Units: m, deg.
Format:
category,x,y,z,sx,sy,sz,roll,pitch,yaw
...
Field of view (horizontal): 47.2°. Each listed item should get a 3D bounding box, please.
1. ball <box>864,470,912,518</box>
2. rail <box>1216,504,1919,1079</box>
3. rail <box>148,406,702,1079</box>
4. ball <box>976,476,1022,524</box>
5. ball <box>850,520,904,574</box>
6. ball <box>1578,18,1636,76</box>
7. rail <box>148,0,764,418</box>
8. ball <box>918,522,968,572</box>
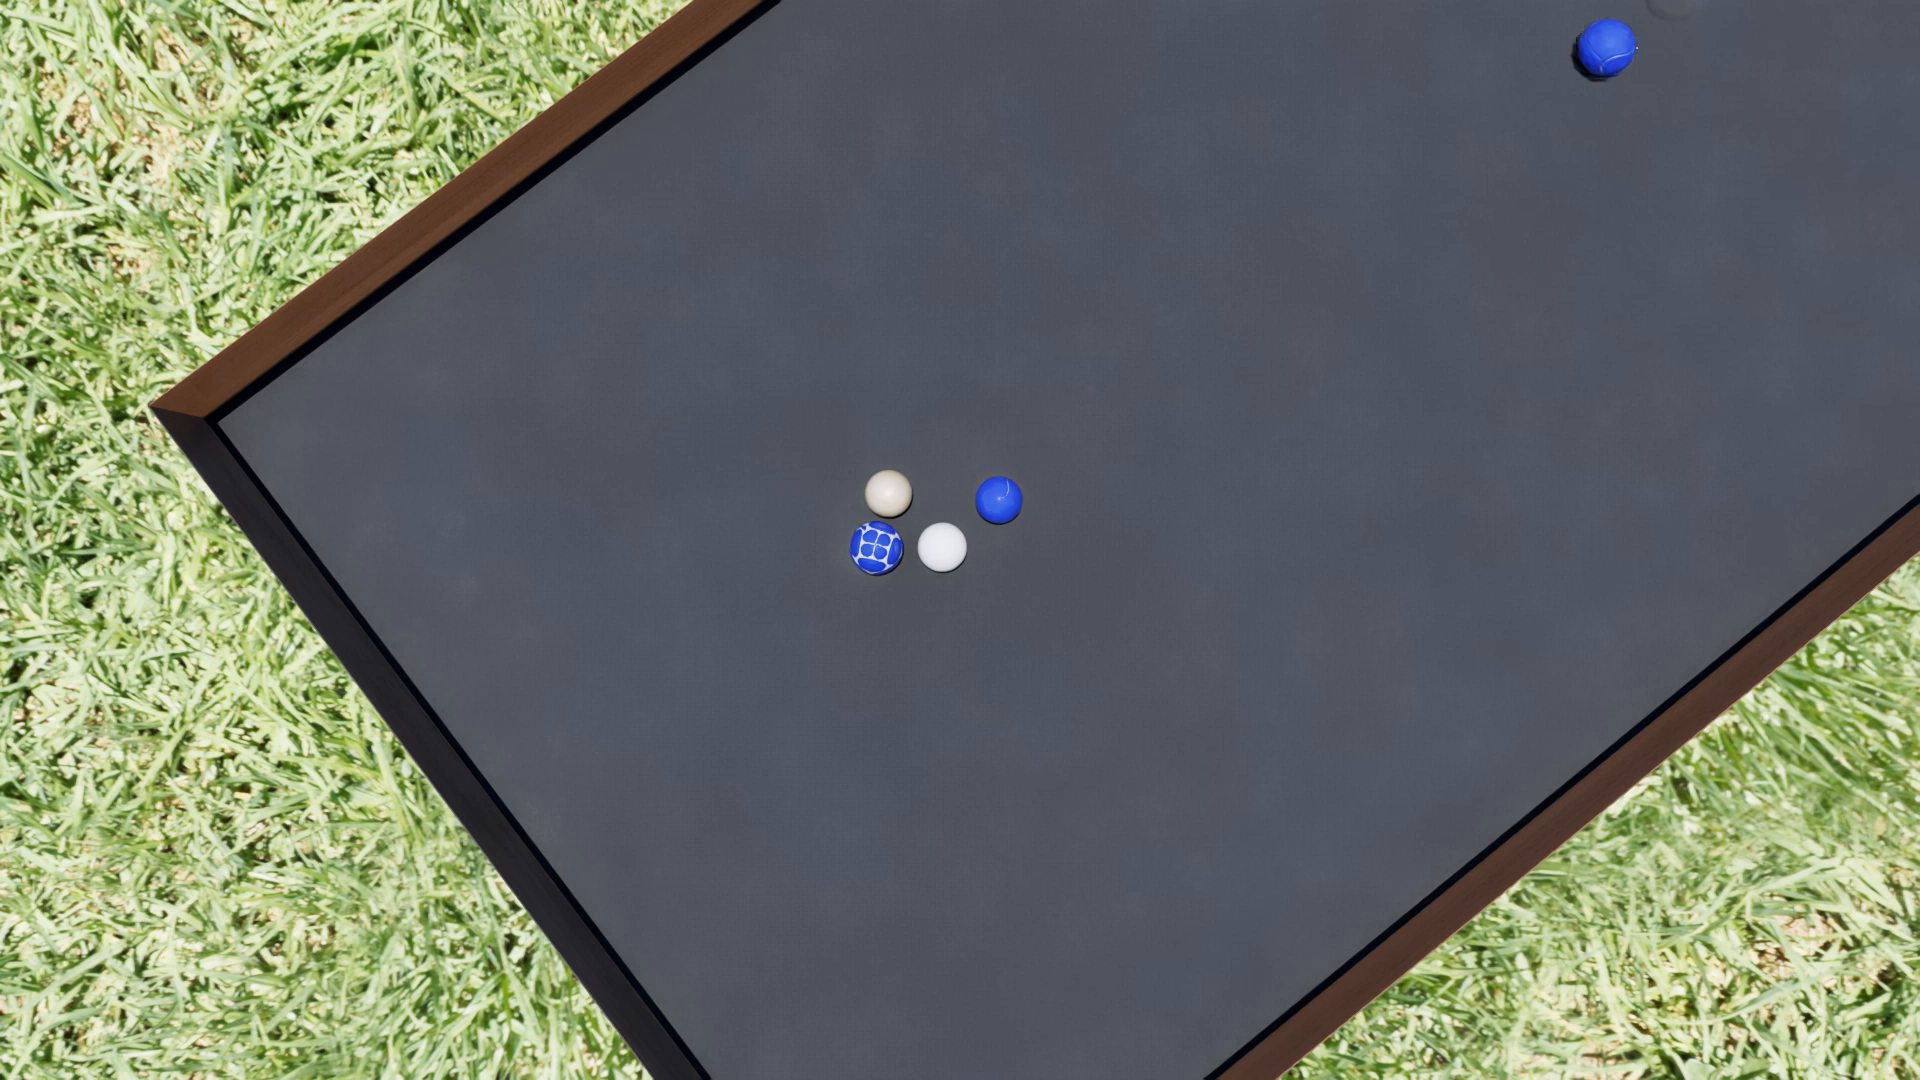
category,x,y,z,sx,sy,sz,roll,pitch,yaw
ball,-0.106,-0.069,3.276,0.072,0.072,0.072,0,82,0
rail,1.175,0.165,3.221,3.270,0.112,0.045,-38,84,-5
rail,-0.623,0.484,3.175,0.045,0.112,1.768,-38,84,-5
ball,0.058,-0.060,3.275,0.071,0.071,0.071,0,82,0
ball,-0.124,0.012,3.260,0.080,0.080,0.080,0,82,0
ball,0.990,-0.754,3.366,0.087,0.087,0.087,0,82,0
rail,0.109,-1.173,3.412,3.270,0.112,0.045,-38,84,-5
ball,-0.026,0.011,3.263,0.074,0.074,0.074,0,82,0
